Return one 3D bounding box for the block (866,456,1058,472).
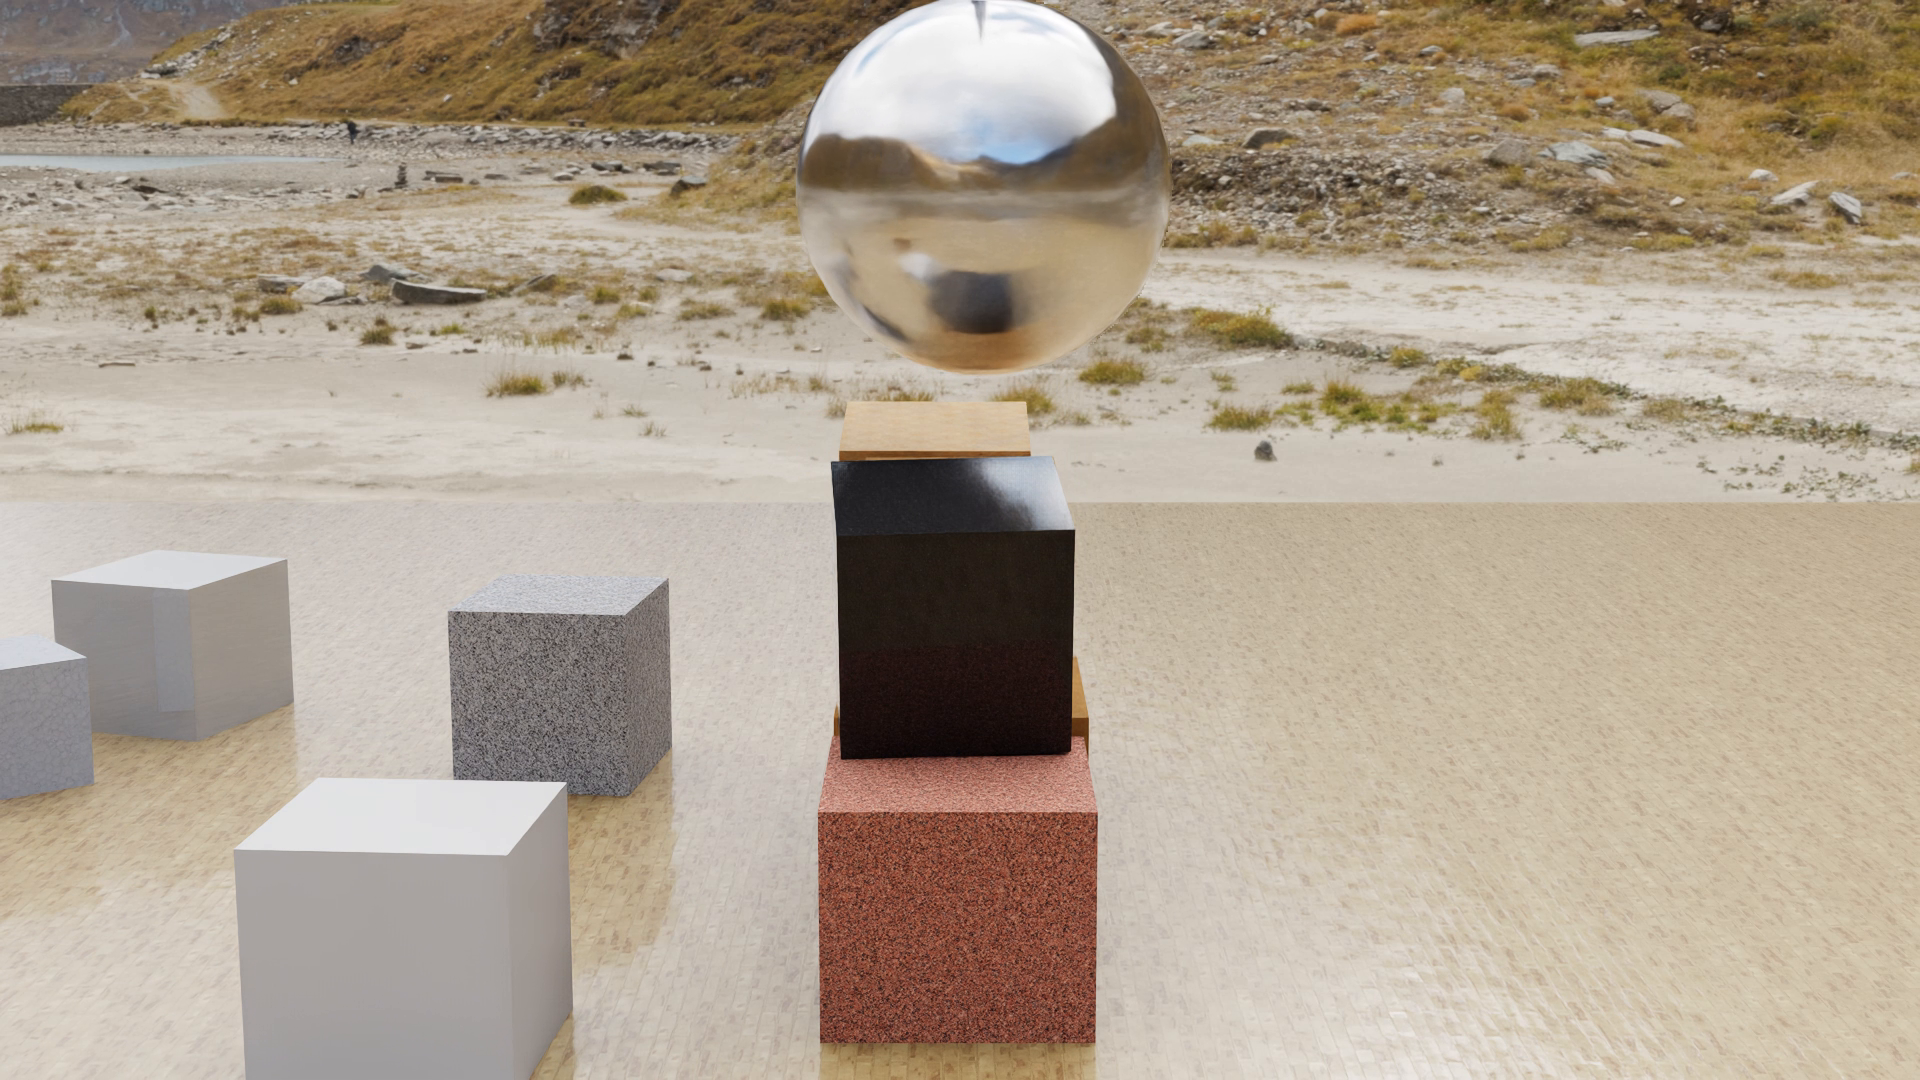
[{"bbox_3d":[-0.001,0.126,11.140,0.838,0.862,0.819,0,10,0],"label":"block"}]

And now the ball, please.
[{"bbox_3d":[0.097,-1.501,10.907,1.600,1.600,1.600,0,10,0],"label":"ball"}]

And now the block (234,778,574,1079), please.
[{"bbox_3d":[-1.981,1.420,9.280,0.951,0.886,0.913,1,10,4],"label":"block"}]

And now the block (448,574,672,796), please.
[{"bbox_3d":[-2.016,0.719,13.064,0.887,0.910,0.953,1,10,6],"label":"block"}]

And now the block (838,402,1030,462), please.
[{"bbox_3d":[-0.112,-0.075,12.032,0.857,0.954,0.909,0,17,0],"label":"block"}]

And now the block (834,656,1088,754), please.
[{"bbox_3d":[0.005,1.085,10.940,1.027,0.952,1.096,0,10,0],"label":"block"}]

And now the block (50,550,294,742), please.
[{"bbox_3d":[-4.326,0.565,14.149,0.865,0.826,0.926,3,11,18],"label":"block"}]

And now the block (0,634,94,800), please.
[{"bbox_3d":[-4.816,0.891,12.850,0.675,0.649,0.699,-8,13,-38],"label":"block"}]

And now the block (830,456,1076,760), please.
[{"bbox_3d":[-0.045,0.255,10.205,0.901,0.935,0.823,-2,22,-4],"label":"block"}]

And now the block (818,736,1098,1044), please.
[{"bbox_3d":[-0.008,1.317,9.866,1.011,0.878,1.080,0,10,0],"label":"block"}]
